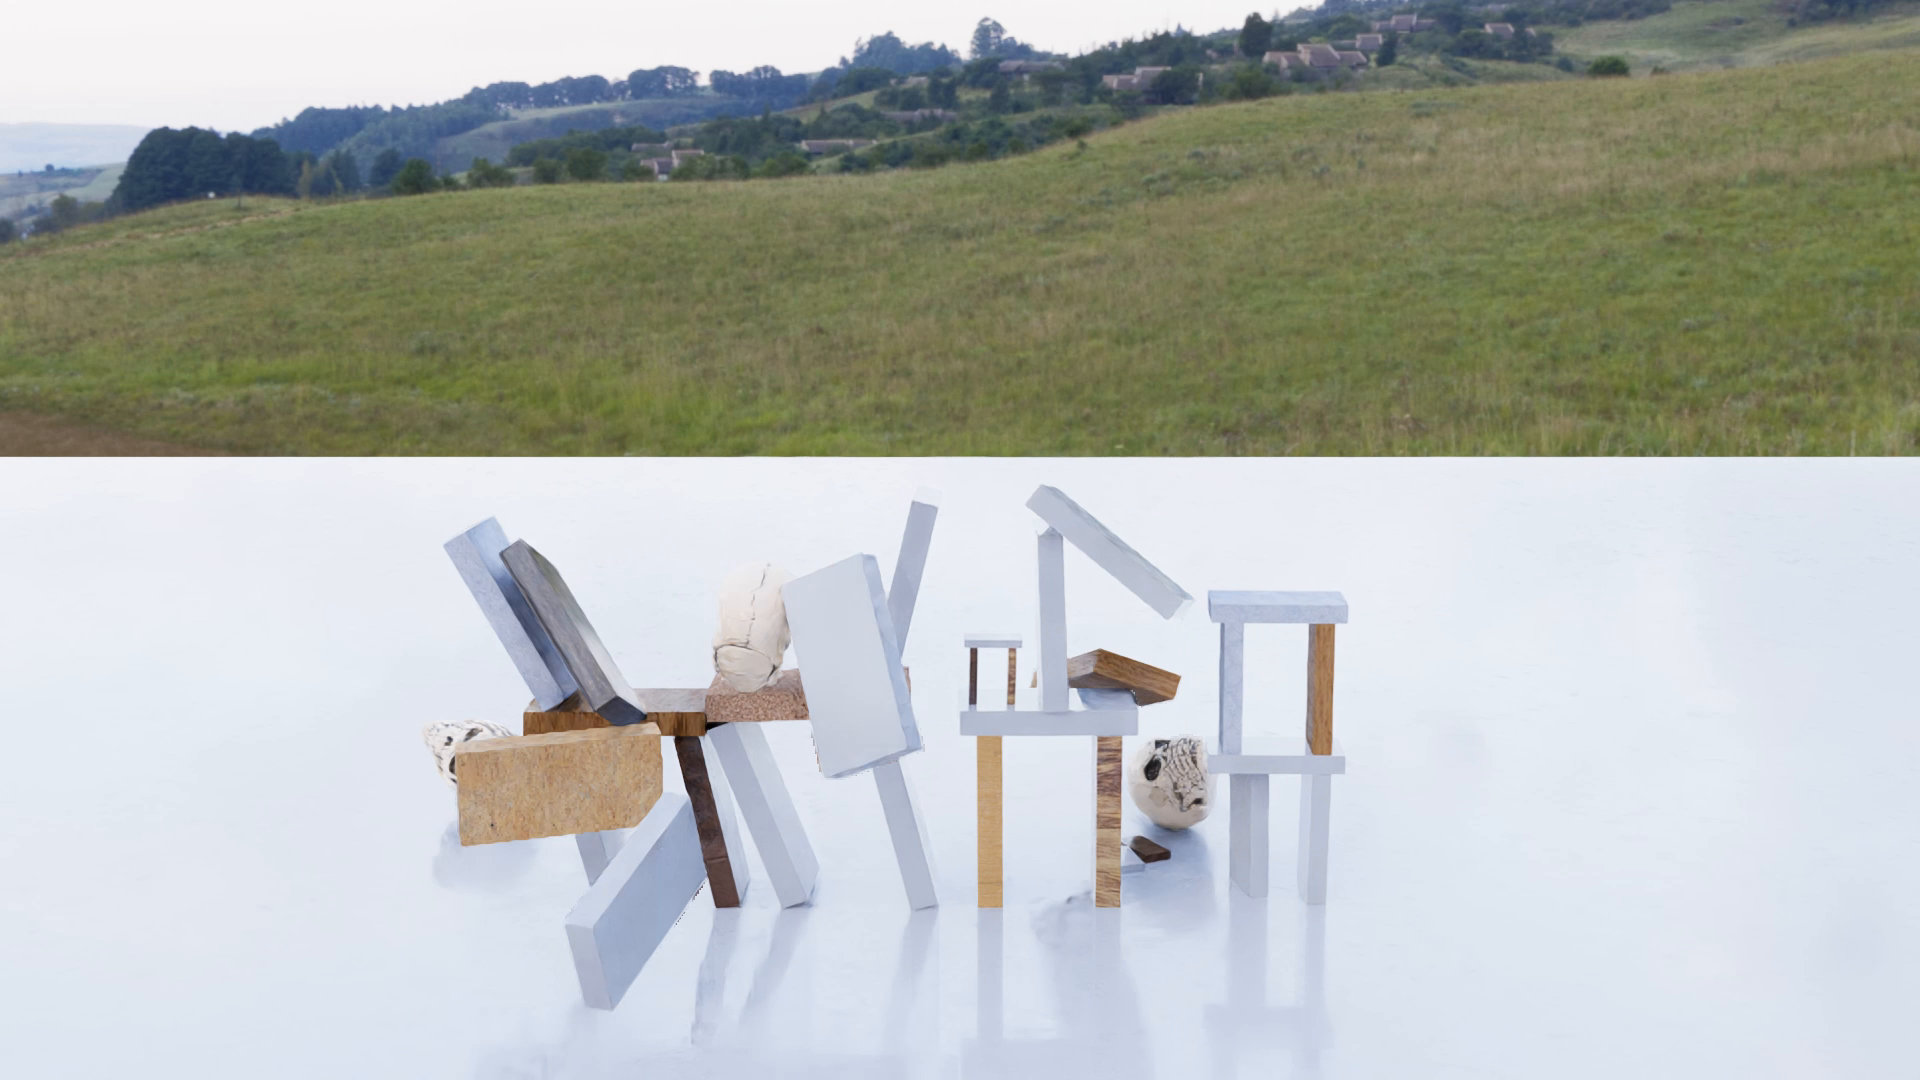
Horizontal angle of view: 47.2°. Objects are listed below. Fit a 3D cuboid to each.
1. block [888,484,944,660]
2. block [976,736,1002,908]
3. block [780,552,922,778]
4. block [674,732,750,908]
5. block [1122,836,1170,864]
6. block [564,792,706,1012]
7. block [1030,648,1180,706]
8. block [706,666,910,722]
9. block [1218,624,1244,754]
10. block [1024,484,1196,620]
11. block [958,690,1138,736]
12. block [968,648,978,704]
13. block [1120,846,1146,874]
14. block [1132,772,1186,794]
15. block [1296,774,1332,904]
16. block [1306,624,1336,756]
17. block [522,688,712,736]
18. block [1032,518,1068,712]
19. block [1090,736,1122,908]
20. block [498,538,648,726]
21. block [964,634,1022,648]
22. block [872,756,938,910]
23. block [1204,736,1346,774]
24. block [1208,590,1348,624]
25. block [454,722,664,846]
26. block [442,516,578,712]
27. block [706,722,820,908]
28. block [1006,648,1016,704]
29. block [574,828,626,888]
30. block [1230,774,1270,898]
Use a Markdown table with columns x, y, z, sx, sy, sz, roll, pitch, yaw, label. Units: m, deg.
| x | y | z | sx | sy | sz | roll | pitch | yaw | label |
| --- | --- | --- | --- | --- | --- | --- | --- | --- | --- |
| -0.087 | 0.075 | 3.574 | 0.044 | 0.308 | 0.154 | 14 | 11 | 0 | block |
| 0.049 | 0.447 | 3.648 | 0.041 | 0.289 | 0.144 | 0 | 11 | 0 | block |
| -0.167 | 0.191 | 3.336 | 0.154 | 0.308 | 0.044 | -22 | -17 | 27 | block |
| -0.410 | 0.445 | 3.645 | 0.041 | 0.292 | 0.146 | -12 | 10 | 3 | block |
| 0.322 | 0.544 | 3.875 | 0.050 | 0.014 | 0.101 | -5 | 12 | -26 | block |
| -0.468 | 0.523 | 3.209 | 0.044 | 0.154 | 0.308 | 6 | 32 | 20 | block |
| 0.248 | 0.254 | 3.887 | 0.145 | 0.041 | 0.505 | 19 | -10 | -8 | block |
| -0.246 | 0.253 | 3.609 | 0.322 | 0.046 | 0.161 | -1 | 11 | 1 | block |
| 0.445 | 0.231 | 3.615 | 0.031 | 0.219 | 0.109 | 0 | 11 | 3 | block |
| 0.241 | 0.020 | 3.507 | 0.291 | 0.041 | 0.145 | 39 | 8 | 11 | block |
| 0.142 | 0.283 | 3.620 | 0.289 | 0.041 | 0.144 | 0 | 10 | -2 | block |
| 0.021 | 0.217 | 3.598 | 0.013 | 0.094 | 0.047 | 1 | 10 | -1 | block |
| 0.281 | 0.555 | 3.818 | 0.050 | 0.014 | 0.101 | -2 | 11 | -13 | block |
| 0.378 | 0.461 | 4.173 | 0.101 | 0.014 | 0.050 | 2 | -31 | -42 | block |
| 0.587 | 0.481 | 3.651 | 0.031 | 0.221 | 0.111 | 1 | 11 | 0 | block |
| 0.591 | 0.232 | 3.608 | 0.031 | 0.219 | 0.109 | 0 | 11 | 3 | block |
| -0.554 | 0.282 | 3.603 | 0.293 | 0.041 | 0.146 | 0 | 11 | 1 | block |
| 0.147 | 0.120 | 3.581 | 0.041 | 0.291 | 0.145 | -3 | 11 | -1 | block |
| 0.242 | 0.447 | 3.648 | 0.041 | 0.289 | 0.144 | 0 | 10 | 0 | block |
| -0.614 | 0.152 | 3.493 | 0.044 | 0.311 | 0.156 | -35 | -19 | -2 | block |
| 0.054 | 0.164 | 3.588 | 0.094 | 0.013 | 0.047 | 1 | 10 | -1 | block |
| -0.098 | 0.431 | 3.639 | 0.046 | 0.322 | 0.161 | -14 | 10 | 2 | block |
| 0.519 | 0.355 | 3.631 | 0.221 | 0.031 | 0.111 | 0 | 11 | 3 | block |
| 0.517 | 0.109 | 3.588 | 0.219 | 0.031 | 0.109 | 0 | 11 | 3 | block |
| -0.620 | 0.378 | 3.413 | 0.311 | 0.156 | 0.044 | -5 | 20 | -16 | block |
| -0.719 | 0.117 | 3.579 | 0.044 | 0.311 | 0.156 | -29 | 7 | 10 | block |
| -0.324 | 0.433 | 3.649 | 0.046 | 0.322 | 0.161 | -21 | 9 | 7 | block |
| 0.084 | 0.218 | 3.599 | 0.013 | 0.095 | 0.047 | 1 | 10 | -1 | block |
| -0.610 | 0.445 | 3.645 | 0.041 | 0.293 | 0.146 | -14 | 10 | 4 | block |
| 0.484 | 0.475 | 3.683 | 0.031 | 0.221 | 0.111 | -3 | 11 | -11 | block |
